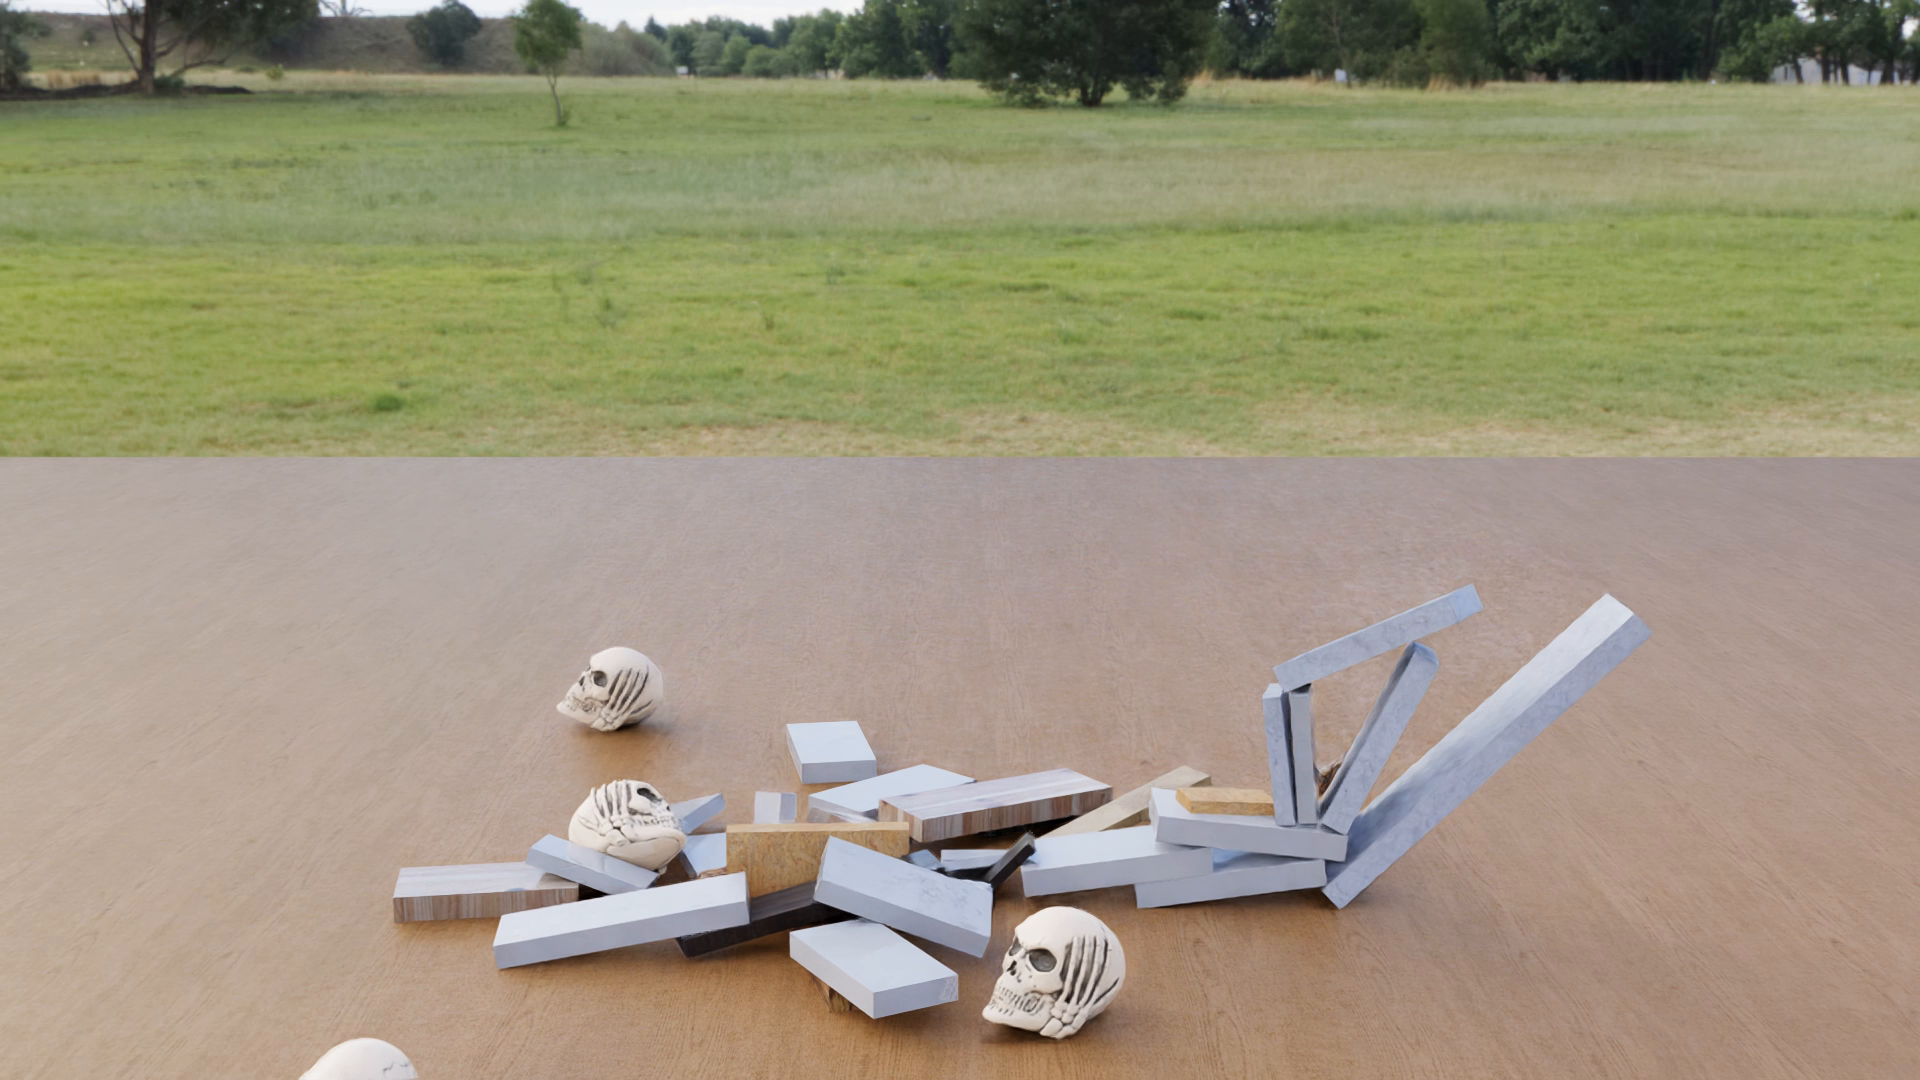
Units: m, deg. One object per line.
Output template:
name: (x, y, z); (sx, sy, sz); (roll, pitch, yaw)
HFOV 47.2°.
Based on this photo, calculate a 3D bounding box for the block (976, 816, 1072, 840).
block: (0.099, 0.506, 4.045); (0.195, 0.028, 0.098); (-7, 13, -35)

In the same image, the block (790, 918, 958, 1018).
block: (-0.128, 0.617, 3.191); (0.135, 0.038, 0.270); (-6, 12, -29)

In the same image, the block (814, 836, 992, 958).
block: (-0.085, 0.545, 3.364); (0.270, 0.038, 0.135); (20, 20, -5)

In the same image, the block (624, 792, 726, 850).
block: (-0.510, 0.505, 3.951); (0.104, 0.029, 0.207); (-15, 4, 18)

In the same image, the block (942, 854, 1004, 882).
block: (0.018, 0.556, 3.701); (0.124, 0.018, 0.062); (-4, -31, -20)

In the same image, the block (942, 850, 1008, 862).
block: (0.030, 0.548, 3.751); (0.124, 0.018, 0.062); (0, -29, -1)

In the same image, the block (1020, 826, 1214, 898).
block: (0.257, 0.528, 3.661); (0.311, 0.044, 0.155); (-7, 10, 2)

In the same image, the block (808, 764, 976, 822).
block: (-0.125, 0.484, 4.126); (0.293, 0.042, 0.147); (-10, 15, -43)

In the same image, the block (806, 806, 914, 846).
block: (-0.172, 0.503, 3.827); (0.098, 0.028, 0.195); (18, -3, 32)

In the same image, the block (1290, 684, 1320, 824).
block: (0.570, 0.352, 3.631); (0.030, 0.213, 0.107); (-3, 6, 13)

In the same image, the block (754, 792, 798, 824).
block: (-0.321, 0.487, 3.798); (0.028, 0.100, 0.201); (5, -8, -17)

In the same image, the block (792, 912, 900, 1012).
block: (-0.156, 0.632, 3.326); (0.147, 0.042, 0.293); (-3, 11, -15)

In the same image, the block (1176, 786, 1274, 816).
block: (0.443, 0.434, 3.655); (0.152, 0.022, 0.076); (3, 11, -15)

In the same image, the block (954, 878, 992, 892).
block: (-0.051, 0.571, 3.618); (0.199, 0.018, 0.065); (4, 12, 26)

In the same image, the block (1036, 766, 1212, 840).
block: (0.284, 0.490, 3.910); (0.365, 0.022, 0.076); (-22, 20, -28)

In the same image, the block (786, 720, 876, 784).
block: (-0.262, 0.426, 4.437); (0.147, 0.042, 0.293); (-2, 11, -10)

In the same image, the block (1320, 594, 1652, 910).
block: (0.847, 0.346, 3.623); (0.670, 0.045, 0.158); (-43, 7, 8)

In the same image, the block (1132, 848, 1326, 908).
block: (0.442, 0.548, 3.664); (0.310, 0.044, 0.155); (-7, 10, 2)

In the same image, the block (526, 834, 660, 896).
block: (-0.608, 0.545, 3.645); (0.201, 0.028, 0.100); (19, 7, 5)

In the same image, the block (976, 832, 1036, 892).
block: (0.075, 0.542, 3.650); (0.018, 0.124, 0.062); (44, 8, -7)

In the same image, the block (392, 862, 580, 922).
block: (-0.777, 0.577, 3.626); (0.293, 0.042, 0.147); (-2, 11, -9)

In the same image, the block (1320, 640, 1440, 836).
block: (0.689, 0.322, 3.617); (0.045, 0.316, 0.158); (28, 10, 6)

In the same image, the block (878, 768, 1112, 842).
block: (0.067, 0.478, 3.986); (0.412, 0.042, 0.147); (-5, 12, -32)

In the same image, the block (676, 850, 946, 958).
block: (-0.235, 0.568, 3.450); (0.424, 0.028, 0.100); (-14, 12, -15)

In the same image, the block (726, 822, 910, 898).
block: (-0.229, 0.535, 3.561); (0.293, 0.147, 0.042); (-1, 10, -3)

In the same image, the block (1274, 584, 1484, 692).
block: (0.681, 0.160, 3.582); (0.316, 0.045, 0.158); (-26, -6, 27)

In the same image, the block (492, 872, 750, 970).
block: (-0.521, 0.589, 3.411); (0.387, 0.038, 0.135); (-10, 11, -4)

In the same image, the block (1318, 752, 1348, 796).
block: (0.659, 0.422, 3.924); (0.213, 0.030, 0.107); (-34, -5, 10)

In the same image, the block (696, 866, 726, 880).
block: (-0.364, 0.569, 3.655); (0.130, 0.018, 0.065); (-7, 41, -32)

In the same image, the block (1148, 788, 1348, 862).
block: (0.476, 0.472, 3.653); (0.310, 0.044, 0.155); (6, 11, -1)

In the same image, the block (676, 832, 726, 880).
block: (-0.420, 0.553, 3.789); (0.104, 0.029, 0.207); (-3, 11, -17)

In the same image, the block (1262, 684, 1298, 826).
block: (0.530, 0.352, 3.619); (0.030, 0.213, 0.107); (-5, 7, 15)
